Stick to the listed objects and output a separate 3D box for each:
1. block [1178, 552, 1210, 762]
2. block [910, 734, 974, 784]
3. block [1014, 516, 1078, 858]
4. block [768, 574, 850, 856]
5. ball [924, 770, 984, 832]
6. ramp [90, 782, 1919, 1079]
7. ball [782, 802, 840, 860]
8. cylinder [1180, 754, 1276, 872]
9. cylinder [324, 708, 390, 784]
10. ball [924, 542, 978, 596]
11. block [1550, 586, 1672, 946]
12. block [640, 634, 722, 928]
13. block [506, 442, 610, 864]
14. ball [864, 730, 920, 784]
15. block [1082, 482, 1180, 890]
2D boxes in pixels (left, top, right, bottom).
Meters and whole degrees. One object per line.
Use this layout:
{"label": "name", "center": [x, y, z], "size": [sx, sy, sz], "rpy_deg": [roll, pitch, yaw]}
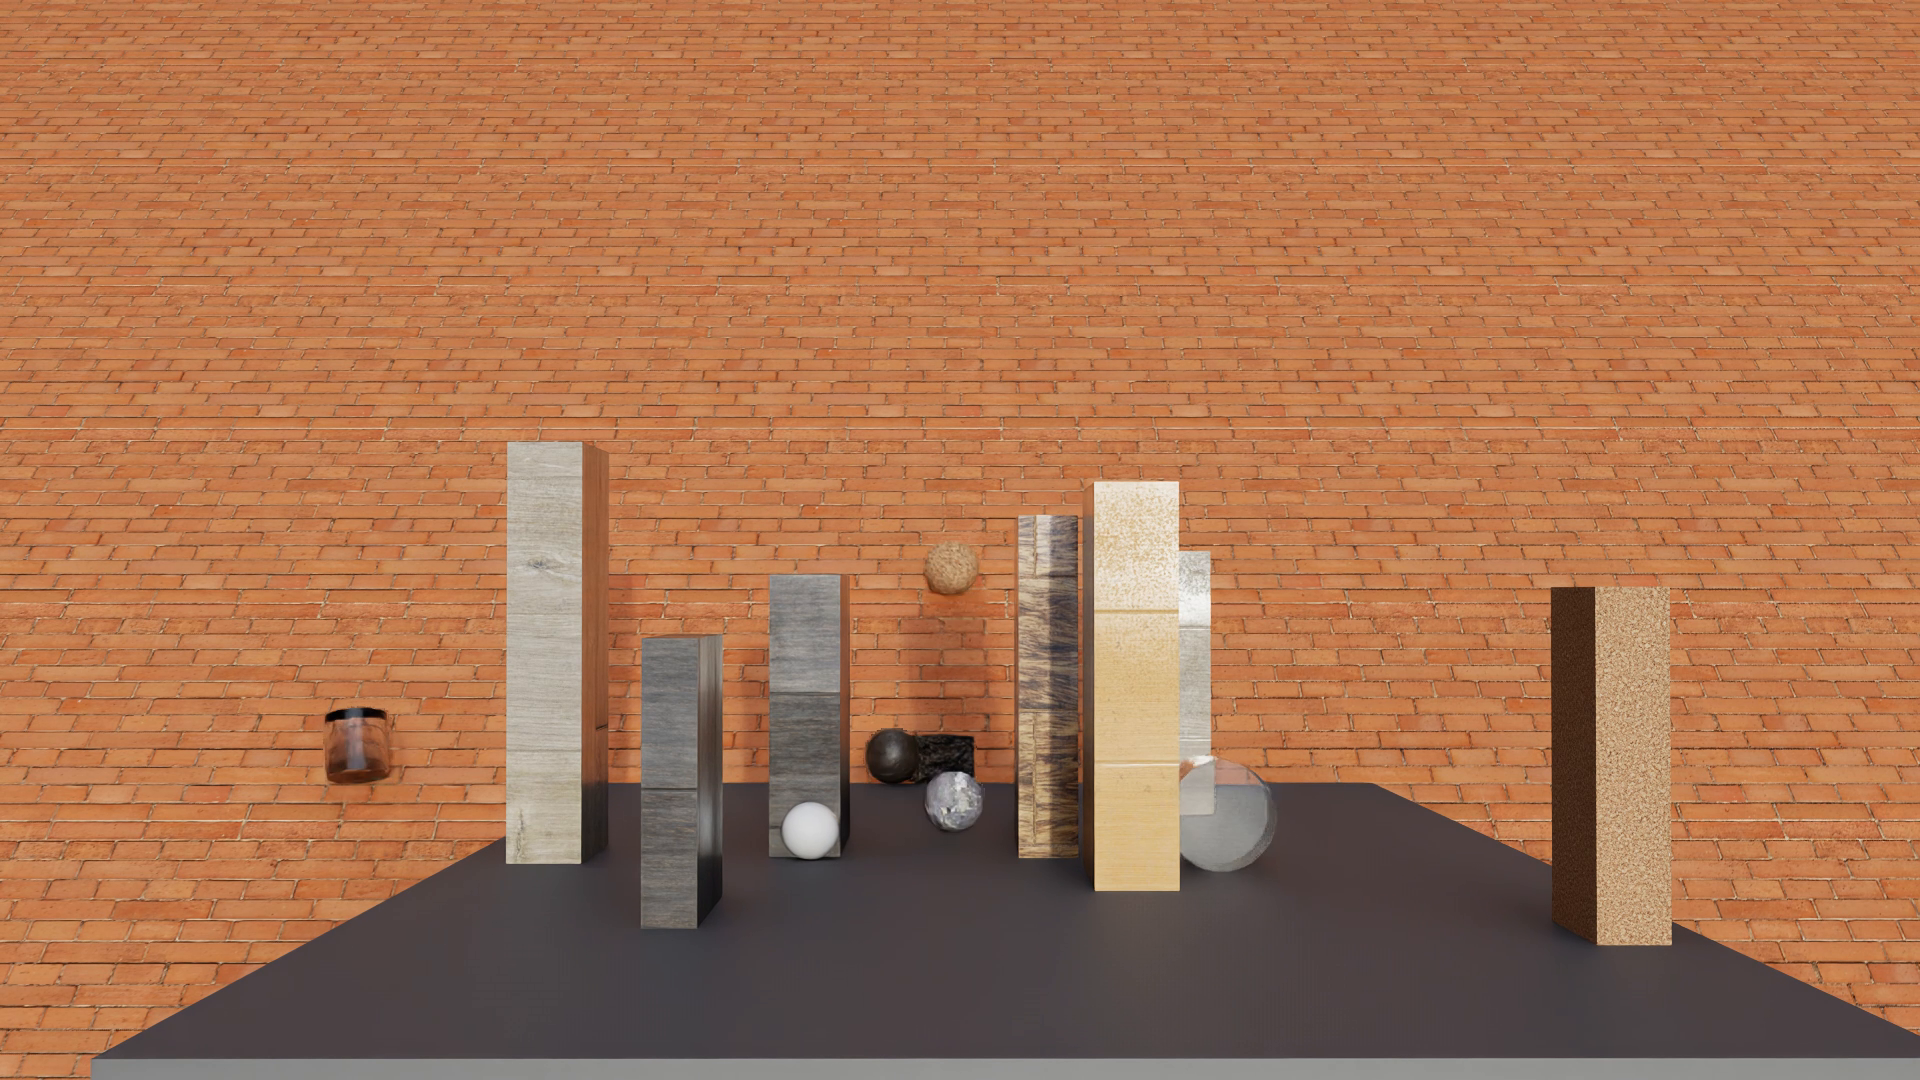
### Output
{"label": "block", "center": [0.497, 0.324, 6.073], "size": [0.141, 0.589, 0.411], "rpy_deg": [0, -1, 0]}
{"label": "block", "center": [-0.048, 0.572, 6.771], "size": [0.121, 0.121, 0.121], "rpy_deg": [1, -2, -34]}
{"label": "block", "center": [0.165, 0.278, 5.051], "size": [0.111, 0.641, 0.397], "rpy_deg": [0, -1, 0]}
{"label": "block", "center": [-0.292, 0.334, 5.087], "size": [0.134, 0.530, 0.426], "rpy_deg": [0, -1, 0]}
{"label": "ball", "center": [-0.013, 0.542, 5.382], "size": [0.126, 0.126, 0.126], "rpy_deg": [0, 33, 0]}
{"label": "ramp", "center": [0.074, 0.642, 4.761], "size": [2.000, 0.100, 4.000], "rpy_deg": [0, -1, 0]}
{"label": "ball", "center": [-0.278, 0.540, 4.816], "size": [0.108, 0.108, 0.108], "rpy_deg": [0, 33, 0]}
{"label": "cylinder", "center": [0.463, 0.493, 4.706], "size": [0.196, 0.196, 0.196], "rpy_deg": [-1, -1, -1]}
{"label": "cylinder", "center": [-1.590, 0.543, 6.839], "size": [0.164, 0.164, 0.164], "rpy_deg": [-4, 72, -7]}
{"label": "ball", "center": [-0.025, 0.083, 7.606], "size": [0.159, 0.159, 0.159], "rpy_deg": [0, 33, 0]}
{"label": "block", "center": [0.948, 0.321, 3.789], "size": [0.105, 0.504, 0.276], "rpy_deg": [0, -1, 0]}
{"label": "block", "center": [-0.430, 0.364, 4.038], "size": [0.083, 0.429, 0.410], "rpy_deg": [0, -1, 0]}
{"label": "block", "center": [-0.762, 0.210, 4.939], "size": [0.138, 0.773, 0.366], "rpy_deg": [0, -1, 0]}
{"label": "ball", "center": [-0.176, 0.561, 6.720], "size": [0.142, 0.142, 0.142], "rpy_deg": [0, 33, 0]}
{"label": "block", "center": [0.294, 0.247, 4.526], "size": [0.141, 0.681, 0.413], "rpy_deg": [0, -1, 0]}
